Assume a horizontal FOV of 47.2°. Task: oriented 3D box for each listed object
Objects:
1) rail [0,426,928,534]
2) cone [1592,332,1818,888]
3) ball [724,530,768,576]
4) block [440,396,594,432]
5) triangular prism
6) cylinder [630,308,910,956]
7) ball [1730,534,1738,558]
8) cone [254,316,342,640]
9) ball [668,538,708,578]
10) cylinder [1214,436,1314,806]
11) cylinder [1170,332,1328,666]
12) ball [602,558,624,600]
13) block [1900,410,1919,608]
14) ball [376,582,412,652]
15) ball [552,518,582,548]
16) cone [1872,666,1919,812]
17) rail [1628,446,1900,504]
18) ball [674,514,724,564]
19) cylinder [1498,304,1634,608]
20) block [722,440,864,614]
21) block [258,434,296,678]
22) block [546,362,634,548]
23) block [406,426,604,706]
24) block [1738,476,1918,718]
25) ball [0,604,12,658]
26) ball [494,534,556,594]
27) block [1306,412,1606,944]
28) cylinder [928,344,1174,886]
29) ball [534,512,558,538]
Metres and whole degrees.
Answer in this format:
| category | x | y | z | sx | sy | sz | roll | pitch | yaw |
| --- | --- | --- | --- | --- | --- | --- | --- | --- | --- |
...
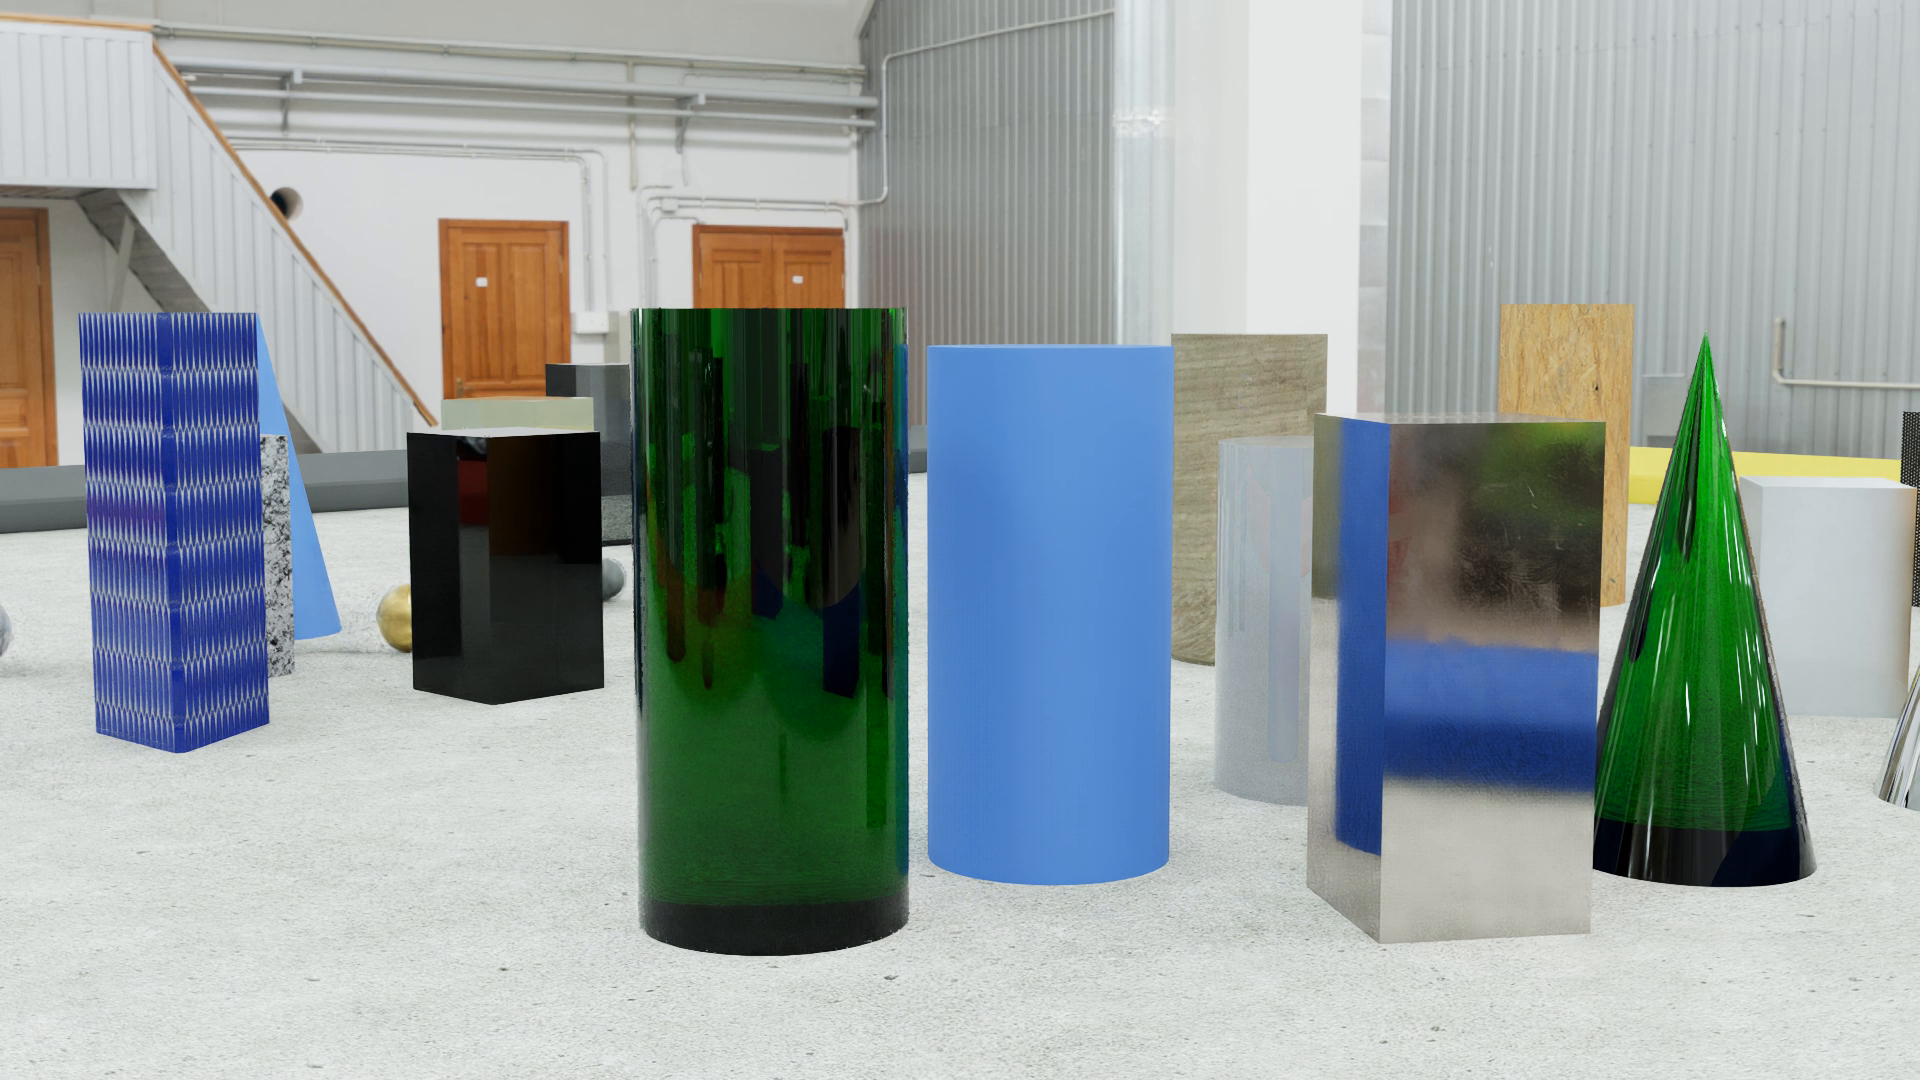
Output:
| category | x | y | z | sx | sy | sz | roll | pitch | yaw |
| --- | --- | --- | --- | --- | --- | --- | --- | --- | --- |
| rail | -1.403 | -0.124 | 4.844 | 4.717 | 0.129 | 0.045 | -5 | 8 | -42 |
| cone | 0.596 | 0.045 | 1.780 | 0.198 | 0.431 | 0.198 | 0 | 6 | 0 |
| ball | -0.361 | 0.022 | 3.711 | 0.076 | 0.076 | 0.076 | 0 | 6 | 0 |
| block | -0.650 | -0.051 | 3.249 | 0.159 | 0.316 | 0.159 | 2 | 6 | 22 |
| triangular prism | -0.801 | -0.016 | 2.308 | 0.172 | 0.442 | 0.149 | 5 | 8 | 42 |
| cylinder | -0.136 | 0.056 | 1.597 | 0.198 | 0.446 | 0.198 | 0 | 6 | 0 |
| ball | 1.397 | 0.013 | 3.914 | 0.051 | 0.051 | 0.051 | 0 | 6 | 0 |
| cone | -0.962 | -0.093 | 3.036 | 0.198 | 0.443 | 0.198 | 0 | 6 | 0 |
| ball | -0.455 | 0.029 | 3.674 | 0.068 | 0.068 | 0.068 | 0 | 6 | 0 |
| cylinder | 0.339 | 0.070 | 2.057 | 0.198 | 0.323 | 0.198 | 0 | 6 | 0 |
| cylinder | 0.369 | -0.057 | 2.824 | 0.198 | 0.415 | 0.198 | 0 | 6 | 0 |
| ball | -0.551 | 0.061 | 3.398 | 0.063 | 0.063 | 0.063 | 0 | 6 | 0 |
| block | 1.530 | -0.045 | 3.298 | 0.159 | 0.293 | 0.159 | -3 | 7 | -25 |
| ball | -0.716 | 0.101 | 2.875 | 0.091 | 0.091 | 0.091 | 0 | 6 | 0 |
| ball | -0.743 | -0.014 | 4.150 | 0.056 | 0.056 | 0.056 | 0 | 6 | 0 |
| cone | 0.941 | 0.067 | 1.992 | 0.198 | 0.343 | 0.198 | 0 | 6 | 0 |
| rail | 1.716 | -0.131 | 4.907 | 0.045 | 0.129 | 4.184 | -5 | 8 | -42 |
| ball | -0.462 | -0.003 | 3.883 | 0.089 | 0.089 | 0.089 | 0 | 6 | 0 |
| cylinder | 0.927 | -0.134 | 3.381 | 0.198 | 0.454 | 0.198 | 0 | 6 | 0 |
| block | -0.254 | -0.024 | 3.337 | 0.159 | 0.243 | 0.159 | -3 | 7 | -29 |
| block | -0.928 | 0.021 | 2.671 | 0.159 | 0.293 | 0.159 | 4 | 7 | 35 |
| block | -0.685 | -0.167 | 4.237 | 0.159 | 0.343 | 0.159 | -5 | 8 | -41 |
| block | -0.533 | 0.025 | 2.583 | 0.159 | 0.304 | 0.159 | 5 | 8 | 42 |
| block | 0.972 | 0.060 | 2.485 | 0.159 | 0.253 | 0.159 | 1 | 6 | 10 |
| ball | -1.230 | 0.114 | 2.736 | 0.095 | 0.095 | 0.095 | 0 | 6 | 0 |
| ball | -0.685 | 0.037 | 3.466 | 0.096 | 0.096 | 0.096 | 0 | 6 | 0 |
| block | 0.360 | 0.093 | 1.622 | 0.159 | 0.367 | 0.159 | -1 | 6 | -10 |
| cylinder | 0.073 | 0.051 | 1.786 | 0.198 | 0.416 | 0.198 | 0 | 6 | 0 |
| ball | -0.809 | -0.028 | 4.307 | 0.051 | 0.051 | 0.051 | 0 | 6 | 0 |
